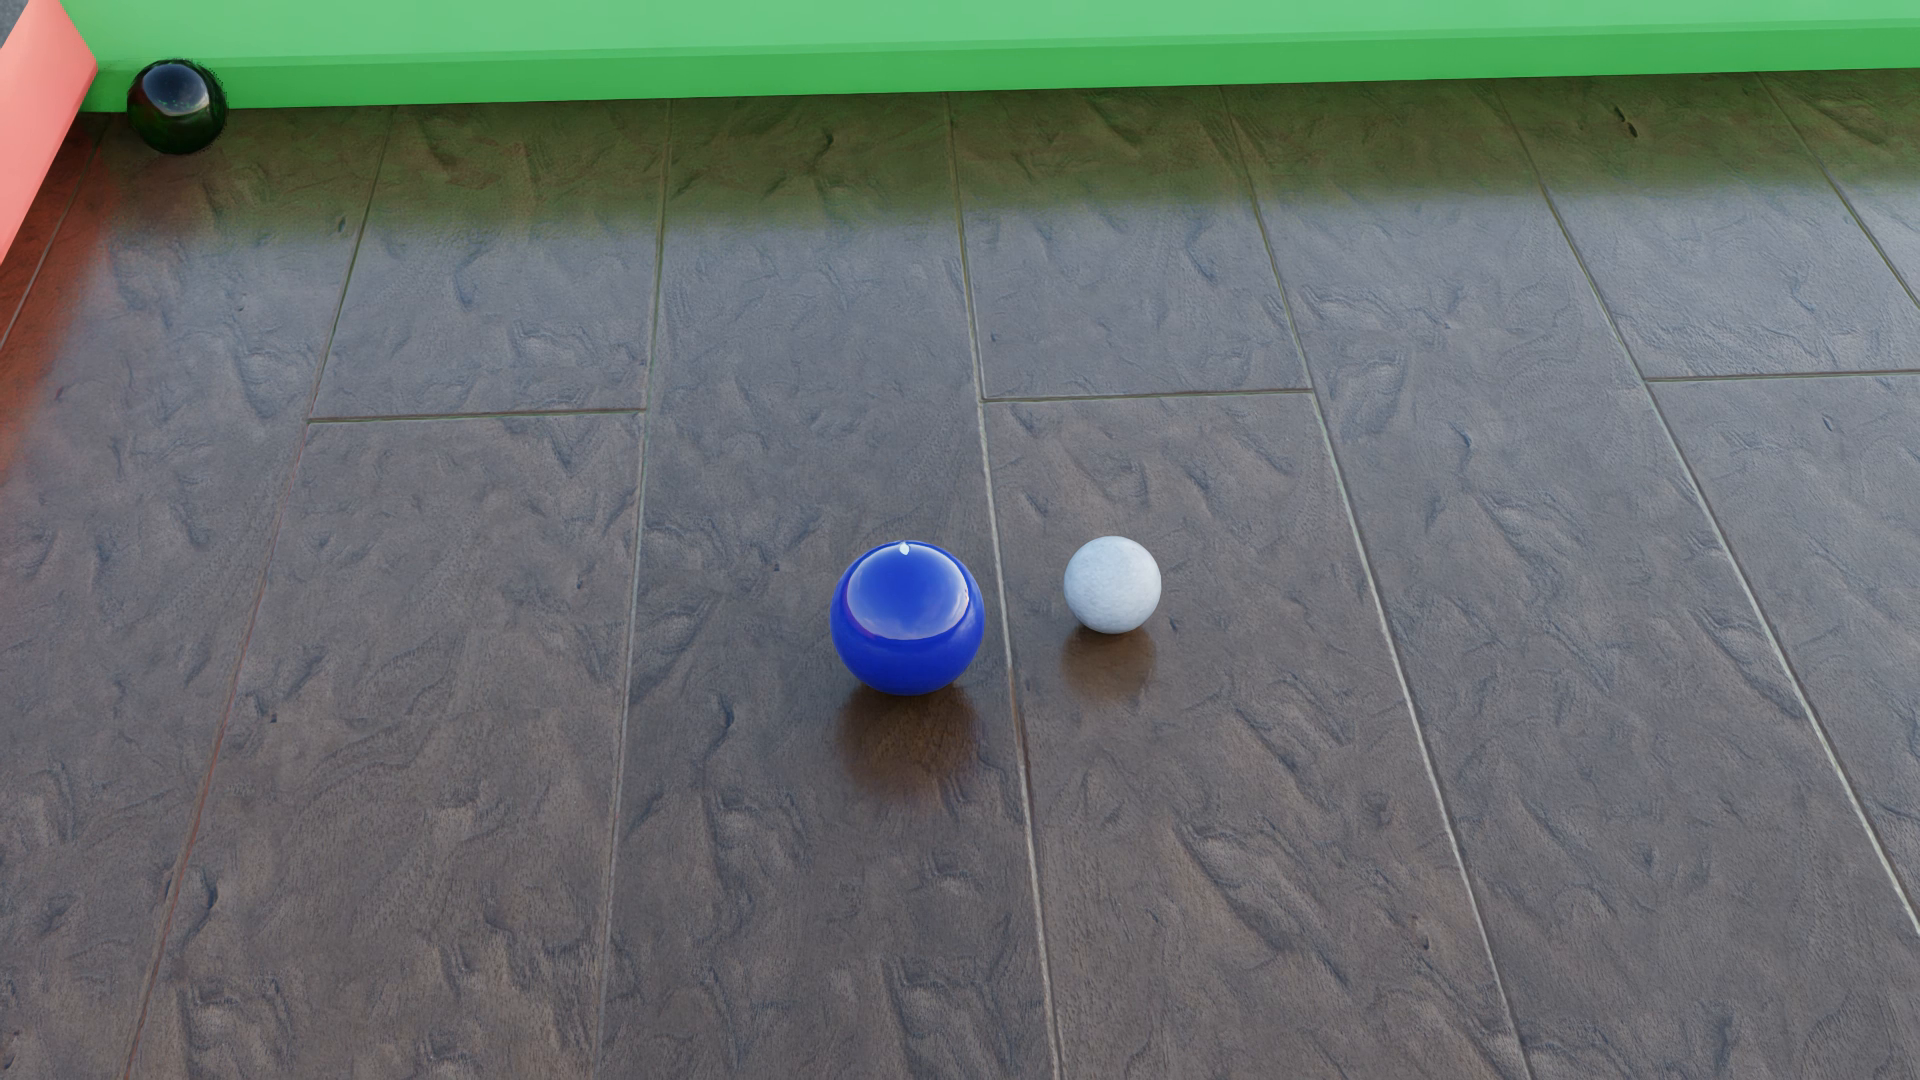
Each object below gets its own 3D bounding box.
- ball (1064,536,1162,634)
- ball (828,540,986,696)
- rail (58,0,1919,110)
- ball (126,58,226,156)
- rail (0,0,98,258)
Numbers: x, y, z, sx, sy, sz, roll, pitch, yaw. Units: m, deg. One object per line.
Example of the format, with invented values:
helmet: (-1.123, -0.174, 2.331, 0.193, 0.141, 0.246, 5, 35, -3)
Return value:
ball: (0.100, 0.029, 1.676, 0.064, 0.064, 0.064, 0, 36, 0)
ball: (-0.033, 0.049, 1.619, 0.099, 0.099, 0.099, 0, 36, 0)
rail: (0.718, -0.475, 2.323, 3.039, 0.128, 0.045, -2, 36, -3)
ball: (-0.679, -0.376, 2.225, 0.083, 0.083, 0.083, 0, 36, 0)
rail: (-0.735, 0.004, 1.654, 0.045, 0.128, 1.529, -2, 36, -3)
